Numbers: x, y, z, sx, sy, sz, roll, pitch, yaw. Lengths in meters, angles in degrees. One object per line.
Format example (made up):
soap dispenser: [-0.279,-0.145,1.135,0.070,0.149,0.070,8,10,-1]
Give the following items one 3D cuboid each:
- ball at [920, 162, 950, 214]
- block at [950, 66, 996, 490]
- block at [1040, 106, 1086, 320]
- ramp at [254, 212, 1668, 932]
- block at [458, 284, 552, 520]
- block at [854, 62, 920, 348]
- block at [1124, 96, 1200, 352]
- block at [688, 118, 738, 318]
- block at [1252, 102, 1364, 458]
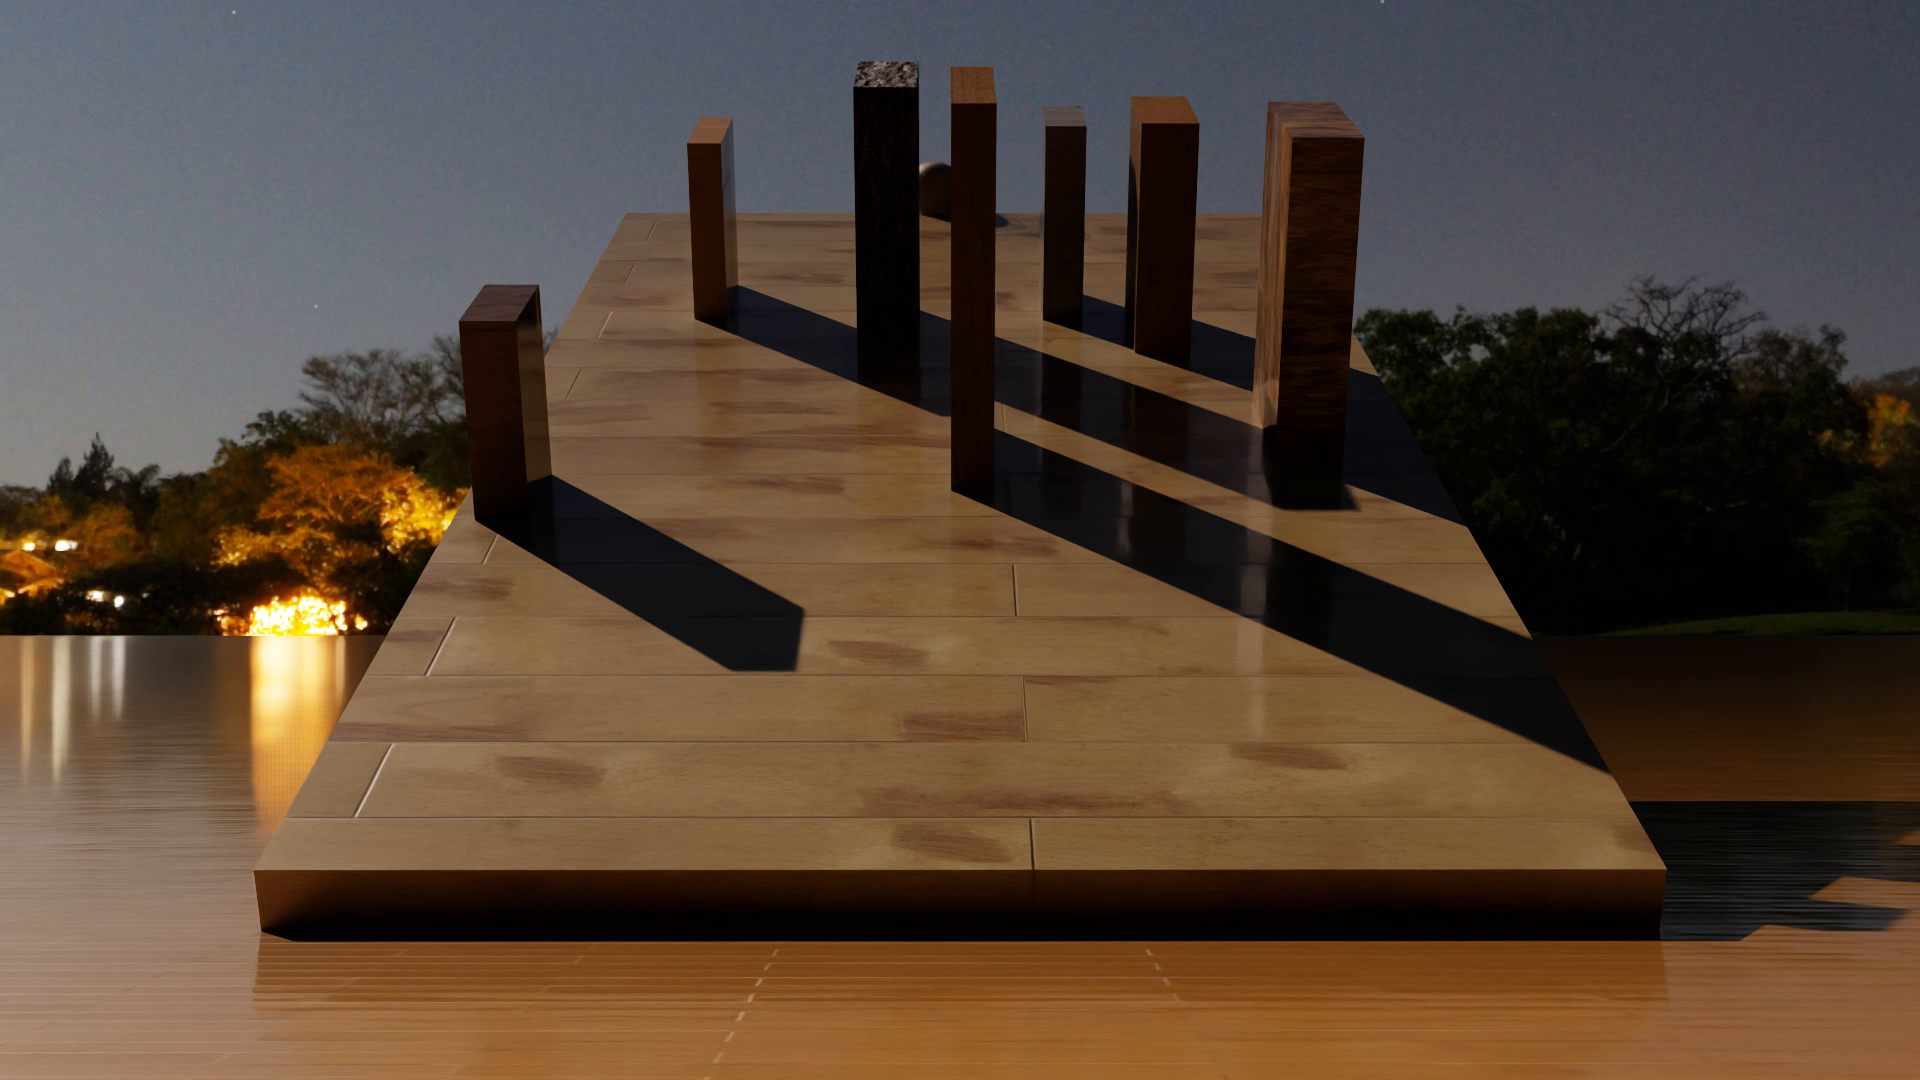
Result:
ball: [-0.080,-1.066,7.024,0.192,0.192,0.192,0,-2,0]
block: [0.025,-0.545,4.730,0.088,0.792,0.409,0,21,0]
block: [0.263,-0.845,5.899,0.102,0.498,0.267,0,21,0]
ramp: [-0.006,-0.217,5.117,2.000,0.100,4.000,0,21,0]
block: [-0.905,-0.278,4.571,0.109,0.408,0.268,0,21,0]
block: [-0.178,-0.832,5.668,0.150,0.641,0.352,0,21,0]
block: [0.495,-0.782,5.650,0.136,0.563,0.342,0,21,0]
block: [-0.639,-0.839,5.942,0.084,0.453,0.336,0,21,0]
block: [0.743,-0.564,4.926,0.146,0.687,0.386,0,21,0]
